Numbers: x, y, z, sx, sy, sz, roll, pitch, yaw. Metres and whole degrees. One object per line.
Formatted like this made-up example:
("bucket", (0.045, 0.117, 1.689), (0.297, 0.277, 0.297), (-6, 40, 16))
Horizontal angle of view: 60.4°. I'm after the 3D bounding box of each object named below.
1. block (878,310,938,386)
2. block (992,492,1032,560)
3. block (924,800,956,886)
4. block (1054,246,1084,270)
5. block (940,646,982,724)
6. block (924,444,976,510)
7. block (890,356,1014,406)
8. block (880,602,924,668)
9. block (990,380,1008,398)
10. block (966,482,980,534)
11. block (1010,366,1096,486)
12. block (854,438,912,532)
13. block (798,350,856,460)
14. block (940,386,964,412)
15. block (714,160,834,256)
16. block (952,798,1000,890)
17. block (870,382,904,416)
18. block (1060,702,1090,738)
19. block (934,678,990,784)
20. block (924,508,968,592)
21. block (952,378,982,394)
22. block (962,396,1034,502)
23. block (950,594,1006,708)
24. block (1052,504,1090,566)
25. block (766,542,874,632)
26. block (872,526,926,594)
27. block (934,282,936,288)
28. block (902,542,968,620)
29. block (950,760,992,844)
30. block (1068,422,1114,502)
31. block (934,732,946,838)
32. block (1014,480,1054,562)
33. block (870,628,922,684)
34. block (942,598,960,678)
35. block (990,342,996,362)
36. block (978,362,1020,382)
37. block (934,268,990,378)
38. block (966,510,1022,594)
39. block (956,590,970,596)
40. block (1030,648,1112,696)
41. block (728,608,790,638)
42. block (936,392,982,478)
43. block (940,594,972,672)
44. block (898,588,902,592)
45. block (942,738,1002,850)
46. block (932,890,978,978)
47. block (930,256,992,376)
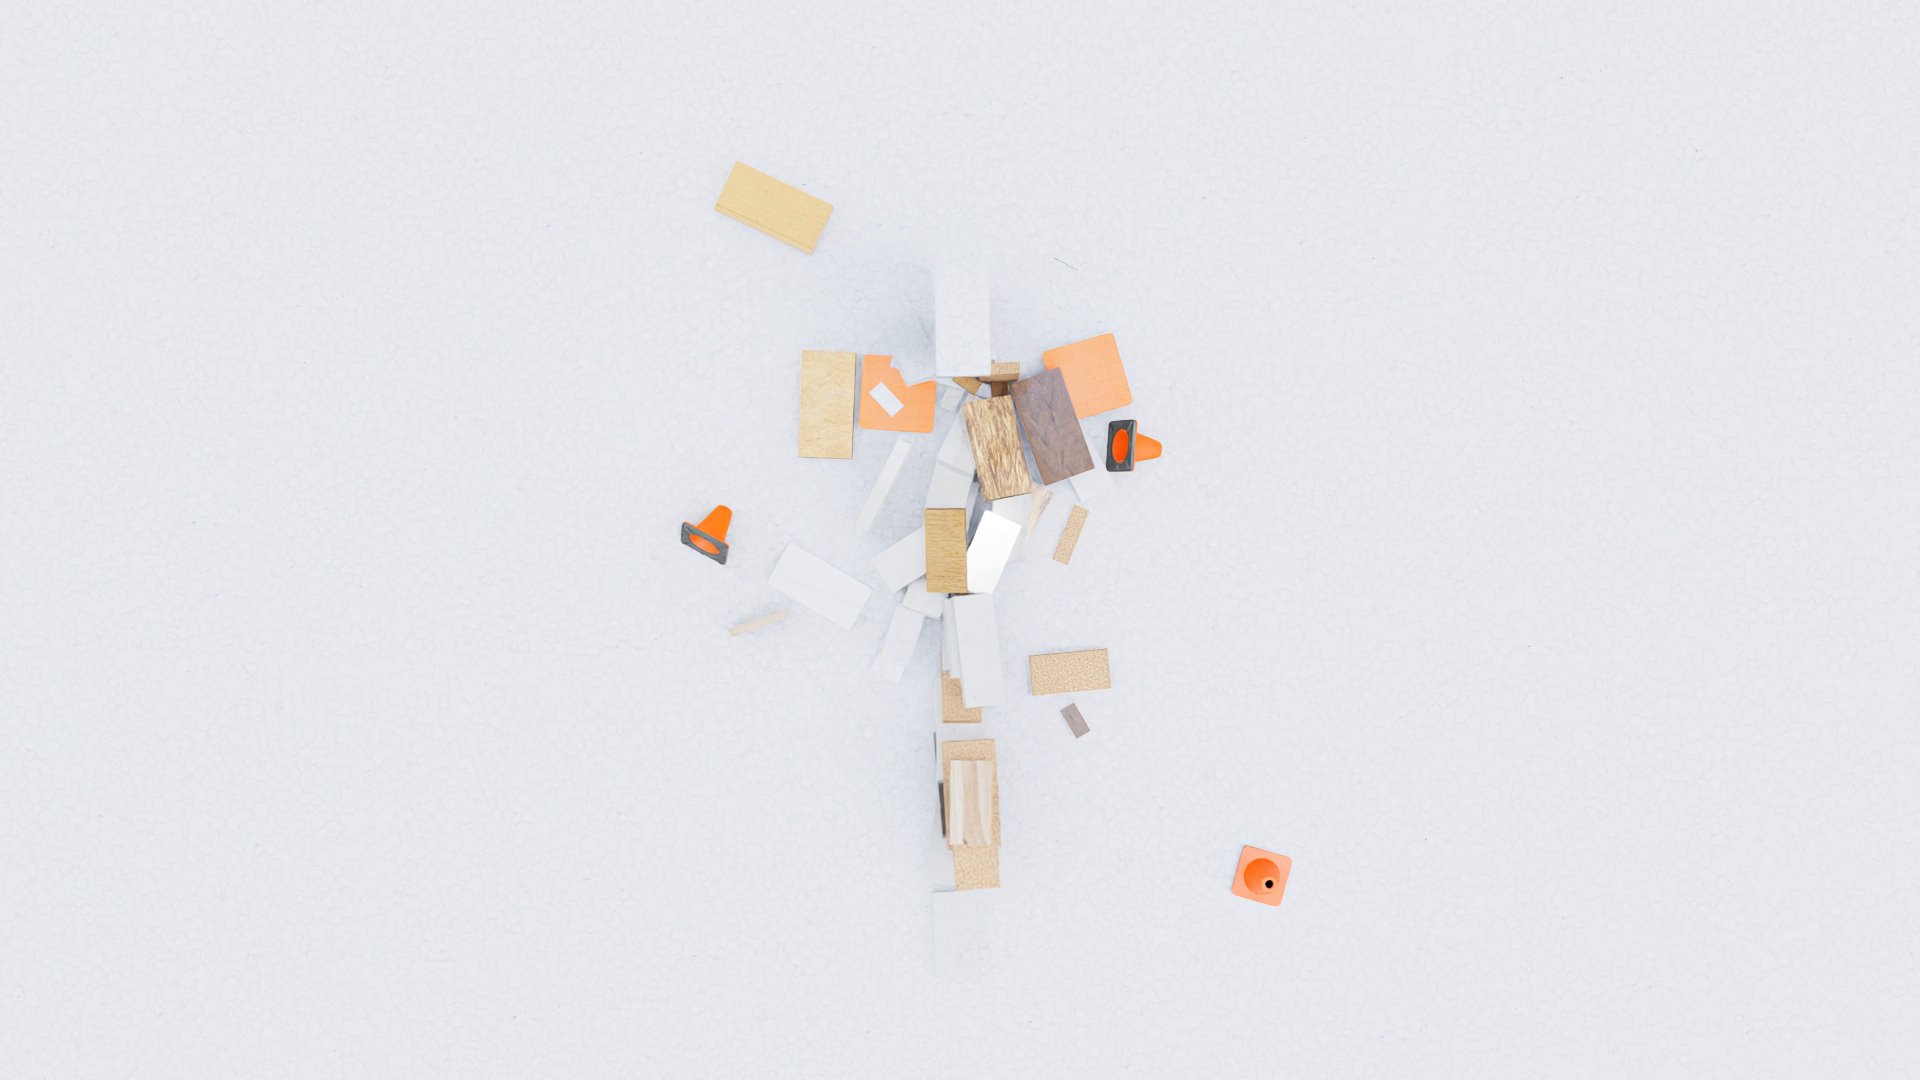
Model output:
("block", (-0.163, -0.632, 5.431), (0.122, 0.035, 0.244), (-18, 74, -21))
("block", (0.165, -0.058, 5.446), (0.122, 0.035, 0.244), (6, 90, 0))
("block", (-0.028, 0.997, 5.460), (0.141, 0.040, 0.282), (10, 90, 0))
("block", (0.363, -0.939, 5.494), (0.090, 0.013, 0.045), (28, 90, 0))
("block", (0.004, 0.473, 5.424), (0.128, 0.036, 0.256), (-1, 69, -2))
("block", (-0.028, -0.185, 5.431), (0.129, 0.036, 0.257), (12, 70, 6))
("block", (-0.022, -0.528, 5.461), (0.429, 0.013, 0.045), (18, 87, -7))
("block", (-0.187, 0.312, 5.458), (0.099, 0.028, 0.198), (18, 90, 0))
("block", (0.131, -0.472, 5.460), (0.054, 0.015, 0.109), (0, 80, -16))
("block", (-0.034, -0.074, 5.443), (0.133, 0.038, 0.266), (13, 76, 6))
("block", (0.304, -0.373, 5.436), (0.176, 0.050, 0.353), (-20, 90, 8))
("block", (-0.250, -0.177, 5.421), (0.045, 0.158, 0.317), (27, 90, 0))
("block", (-0.440, -0.449, 5.475), (0.176, 0.050, 0.353), (2, 90, 0))
("block", (-0.021, -0.484, 5.492), (0.054, 0.015, 0.109), (27, 90, 0))
("block", (-0.616, -1.100, 5.475), (0.353, 0.050, 0.176), (25, 90, 0))
("block", (0.048, 0.965, 5.245), (0.141, 0.040, 0.282), (-3, 86, -4))
("block", (-0.242, -0.463, 5.443), (0.054, 0.015, 0.109), (-43, 91, -2))
("block", (0.384, 0.602, 5.492), (0.054, 0.015, 0.108), (-30, 90, 0))
("block", (0.008, 0.622, 5.412), (0.171, 0.049, 0.343), (-1, 69, -2))
("block", (-0.044, 0.033, 5.329), (0.130, 0.037, 0.271), (0, 100, 9))
("block", (0.022, -0.523, 5.454), (0.090, 0.013, 0.045), (34, 85, -6))
("block", (0.122, -0.299, 5.397), (0.158, 0.045, 0.327), (-11, 84, -17))
("block", (0.059, 0.358, 5.337), (0.130, 0.037, 0.360), (-5, 83, -15))
("block", (0.370, -0.017, 5.492), (0.054, 0.015, 0.196), (22, 90, 0))
("block", (-0.464, 0.154, 5.478), (0.317, 0.045, 0.158), (30, 90, 0))
("block", (-0.144, 0.047, 5.385), (0.266, 0.038, 0.133), (-32, 94, 12))
("block", (0.004, -0.730, 4.939), (0.153, 0.306, 0.043), (-1, 90, 0))
("block", (-0.081, 0.117, 5.438), (0.133, 0.038, 0.266), (18, 77, 12))
("block", (0.033, 0.829, 5.215), (0.130, 0.037, 0.261), (1, 81, -3))
("block", (0.401, -0.262, 5.483), (0.122, 0.035, 0.244), (-28, 90, 0))
("block", (0.013, 0.794, 5.398), (0.171, 0.049, 0.343), (-4, 69, -4))
("block", (0.191, -0.074, 5.482), (0.130, 0.037, 0.260), (30, 90, 0))
("block", (-0.212, 0.366, 5.486), (0.099, 0.028, 0.198), (24, 90, 0))
("block", (0.021, 0.316, 5.371), (0.128, 0.036, 0.256), (-5, 83, -15))
("block", (0.024, -0.592, 5.321), (0.179, 0.357, 0.051), (2, 90, 0))
("block", (0.126, -0.546, 5.371), (0.129, 0.257, 0.036), (-2, 90, 0))
("block", (0.007, -0.625, 4.764), (0.153, 0.043, 0.306), (-1, 90, 0))
("block", (0.088, 0.047, 5.398), (0.130, 0.037, 0.260), (24, 90, -11))
("block", (0.006, 0.152, 5.468), (0.046, 0.013, 0.092), (-5, 58, 4))
("block", (0.366, 0.439, 5.482), (0.261, 0.037, 0.131), (-5, 90, 0))
("block", (-0.661, 0.273, 5.451), (0.198, 0.099, 0.028), (-20, 90, 0))
("block", (0.031, -0.346, 5.440), (0.129, 0.036, 0.257), (26, 71, 0))
("block", (0.002, 0.307, 5.441), (0.128, 0.036, 0.257), (-2, 72, -3))
("block", (-0.226, 0.122, 5.473), (0.015, 0.054, 0.108), (-28, 90, 0))
("block", (0.036, 0.817, 5.300), (0.171, 0.049, 0.343), (-3, 86, -4))
("block", (-0.015, 1.307, 5.480), (0.141, 0.040, 0.282), (-3, 90, 0))
("block", (0.002, -0.694, 5.117), (0.179, 0.051, 0.357), (-2, 90, 0))
